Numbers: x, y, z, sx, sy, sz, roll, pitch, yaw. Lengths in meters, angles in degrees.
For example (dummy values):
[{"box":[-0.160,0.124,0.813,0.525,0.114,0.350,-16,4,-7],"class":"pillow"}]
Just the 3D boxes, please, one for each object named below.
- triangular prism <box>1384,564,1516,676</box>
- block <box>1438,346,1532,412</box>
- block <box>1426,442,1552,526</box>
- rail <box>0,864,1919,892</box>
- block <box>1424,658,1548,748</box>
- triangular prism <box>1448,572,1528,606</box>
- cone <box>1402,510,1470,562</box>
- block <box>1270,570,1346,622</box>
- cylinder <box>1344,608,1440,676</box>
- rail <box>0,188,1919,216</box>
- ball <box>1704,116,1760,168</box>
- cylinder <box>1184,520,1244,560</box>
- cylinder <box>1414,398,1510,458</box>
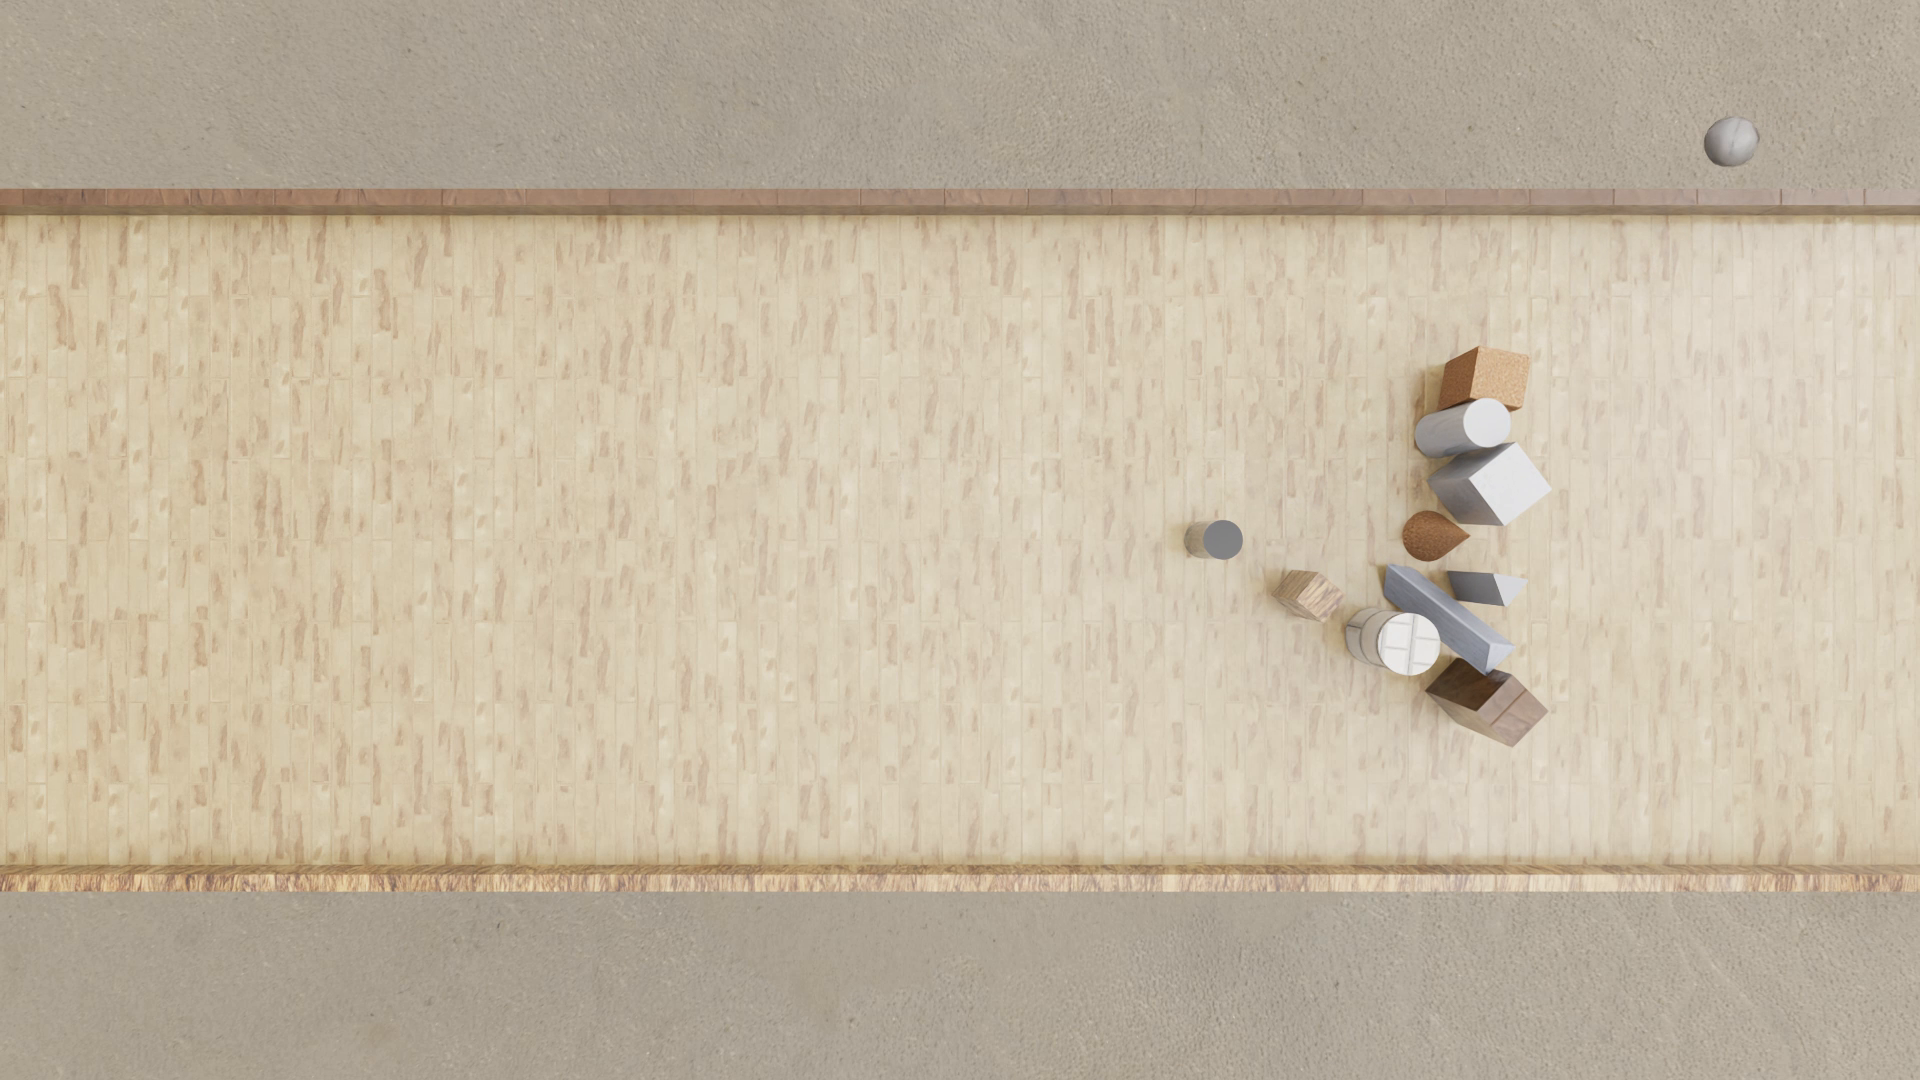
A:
[{"box":[1.453,0.216,4.898,0.105,0.441,0.121,-21,130,-21],"class":"triangular prism"},{"box":[1.558,-0.463,4.914,0.155,0.317,0.155,11,87,0],"class":"block"},{"box":[1.555,-0.164,4.872,0.170,0.405,0.170,-38,92,0],"class":"block"},{"box":[-2.247,1.025,5.001,12.000,0.150,0.050,0,90,0],"class":"rail"},{"box":[1.540,0.471,4.847,0.146,0.452,0.146,45,90,-3],"class":"block"},{"box":[1.533,0.123,4.854,0.084,0.445,0.097,40,90,0],"class":"triangular prism"},{"box":[1.440,-0.012,4.861,0.157,0.431,0.157,0,90,0],"class":"cone"},{"box":[1.029,0.163,4.887,0.103,0.380,0.103,40,90,0],"class":"block"},{"box":[1.272,0.295,4.873,0.176,0.407,0.176,0,90,0],"class":"cylinder"},{"box":[-2.247,-1.025,5.002,12.000,0.150,0.050,0,90,0],"class":"rail"},{"box":[3.323,-1.716,7.106,0.217,0.217,0.217,0,90,0],"class":"ball"},{"box":[0.746,0.000,4.877,0.114,0.399,0.114,0,90,0],"class":"cylinder"},{"box":[1.485,-0.328,4.886,0.141,0.368,0.141,0,88,-6],"class":"cylinder"}]
